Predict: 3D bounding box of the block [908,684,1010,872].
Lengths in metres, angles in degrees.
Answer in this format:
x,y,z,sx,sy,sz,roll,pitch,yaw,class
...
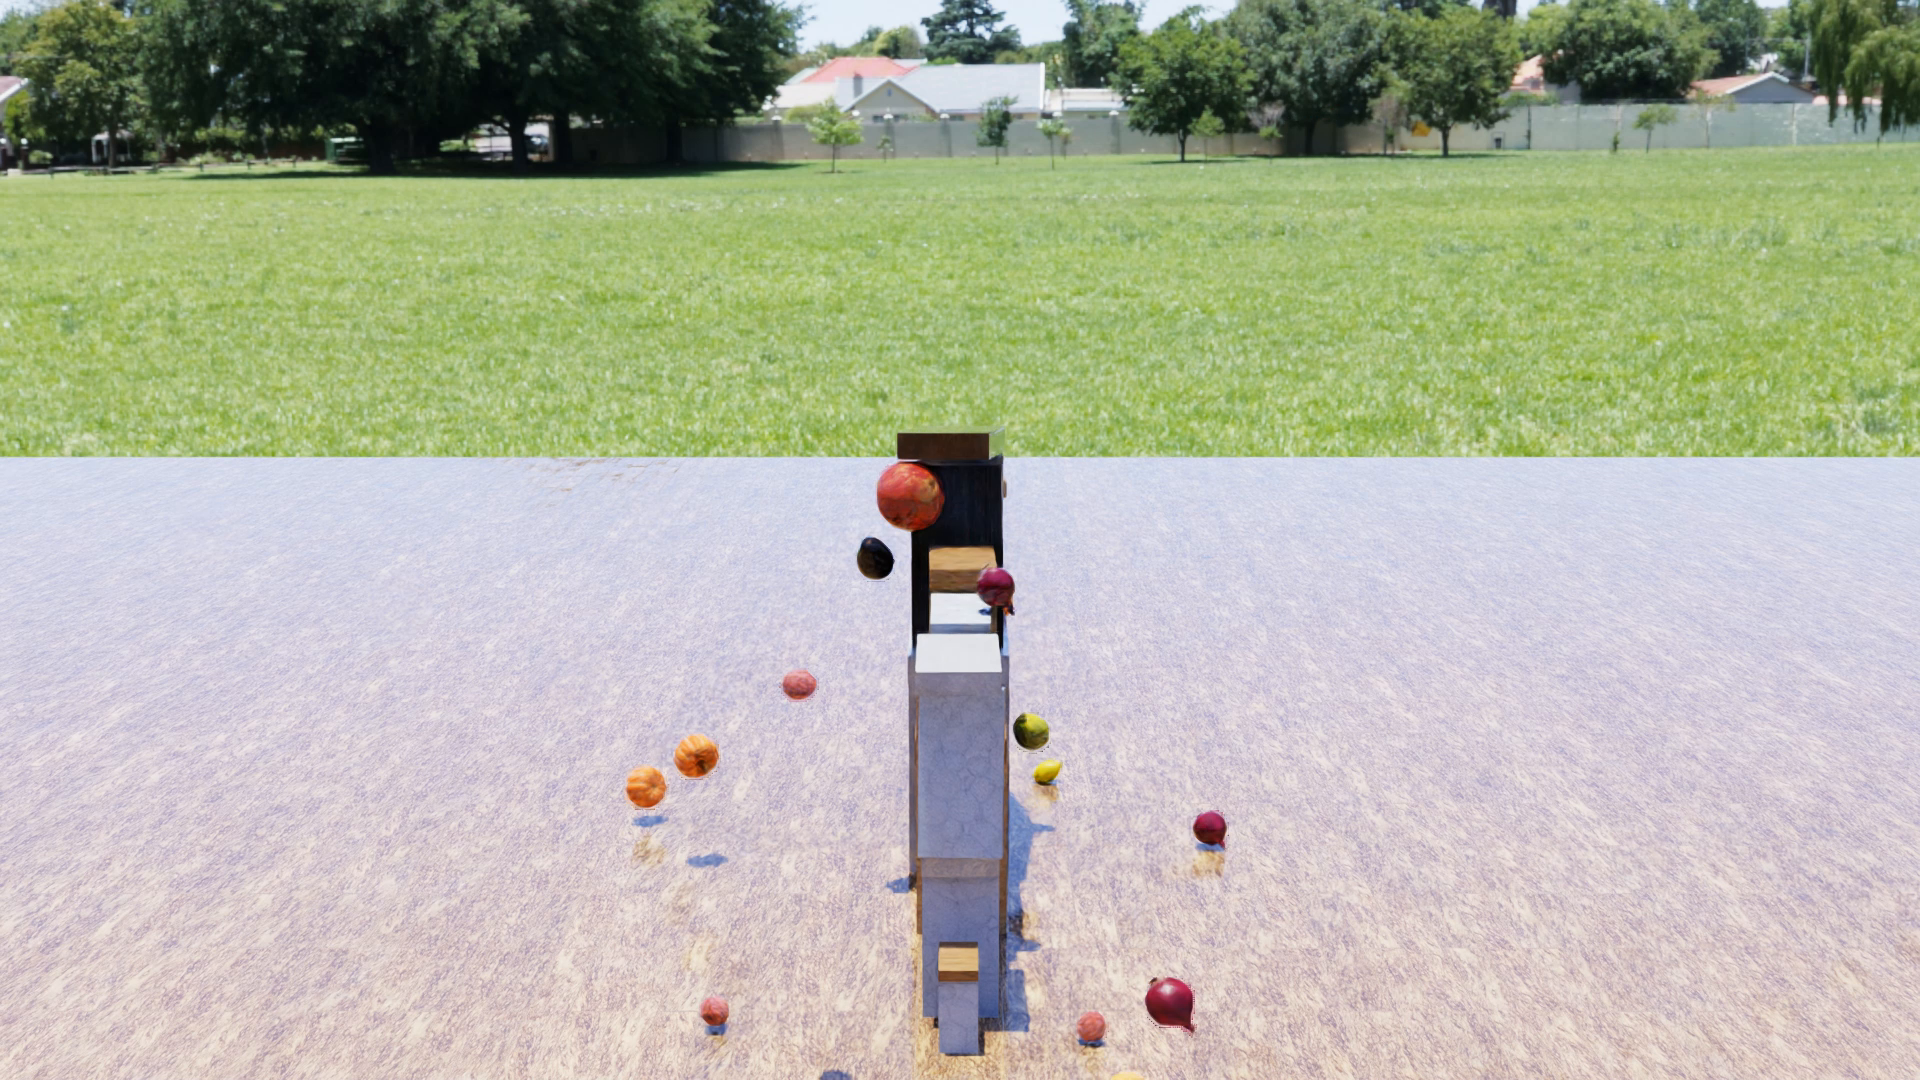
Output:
x,y,z,sx,sy,sz,roll,pitch,yaw,class
-0.002,0.398,3.767,0.171,0.341,0.048,0,11,0,block

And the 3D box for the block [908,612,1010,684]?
x,y,z,sx,sy,sz,roll,pitch,yaw,class
-0.002,0.186,3.843,0.171,0.048,0.341,0,11,0,block

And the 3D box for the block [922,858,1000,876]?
x,y,z,sx,sy,sz,roll,pitch,yaw,class
0.001,0.439,3.200,0.109,0.031,0.219,0,11,0,block

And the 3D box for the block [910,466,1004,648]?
x,y,z,sx,sy,sz,roll,pitch,yaw,class
-0.006,0.029,3.715,0.153,0.306,0.043,0,-3,-2,block

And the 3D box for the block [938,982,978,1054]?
x,y,z,sx,sy,sz,roll,pitch,yaw,class
-0.002,0.653,3.031,0.054,0.109,0.015,0,11,0,block

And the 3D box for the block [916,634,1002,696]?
x,y,z,sx,sy,sz,roll,pitch,yaw,class
-0.003,0.176,3.131,0.118,0.034,0.237,0,10,0,block

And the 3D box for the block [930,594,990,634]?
x,y,z,sx,sy,sz,roll,pitch,yaw,class
0.001,0.116,3.362,0.091,0.026,0.182,0,13,0,block

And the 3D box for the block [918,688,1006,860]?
x,y,z,sx,sy,sz,roll,pitch,yaw,class
0.002,0.324,3.077,0.118,0.237,0.034,1,3,4,block

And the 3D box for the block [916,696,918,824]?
x,y,z,sx,sy,sz,roll,pitch,yaw,class
-0.004,0.297,3.225,0.118,0.237,0.034,0,7,0,block

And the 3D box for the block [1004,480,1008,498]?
x,y,z,sx,sy,sz,roll,pitch,yaw,class
0.013,-0.108,4.016,0.109,0.031,0.218,-2,11,-9,block

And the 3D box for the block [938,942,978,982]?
x,y,z,sx,sy,sz,roll,pitch,yaw,class
-0.002,0.585,3.056,0.054,0.015,0.109,0,11,0,block

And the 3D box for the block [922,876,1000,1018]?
x,y,z,sx,sy,sz,roll,pitch,yaw,class
0.001,0.575,3.151,0.109,0.219,0.031,0,11,0,block

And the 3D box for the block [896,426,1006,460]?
x,y,z,sx,sy,sz,roll,pitch,yaw,class
-0.012,-0.167,3.756,0.153,0.043,0.306,0,5,6,block

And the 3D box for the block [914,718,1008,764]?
x,y,z,sx,sy,sz,roll,pitch,yaw,class
0.002,0.302,3.540,0.143,0.041,0.286,0,10,0,block

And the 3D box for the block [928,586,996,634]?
x,y,z,sx,sy,sz,roll,pitch,yaw,class
0.003,0.181,3.487,0.107,0.214,0.030,0,0,0,block

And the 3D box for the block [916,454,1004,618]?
x,y,z,sx,sy,sz,roll,pitch,yaw,class
-0.001,0.000,3.875,0.153,0.306,0.043,0,12,-3,block

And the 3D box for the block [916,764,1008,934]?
x,y,z,sx,sy,sz,roll,pitch,yaw,class
0.003,0.480,3.476,0.143,0.286,0.041,0,11,0,block

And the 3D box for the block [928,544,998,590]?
x,y,z,sx,sy,sz,roll,pitch,yaw,class
0.003,0.043,3.555,0.107,0.030,0.214,0,11,-1,block
